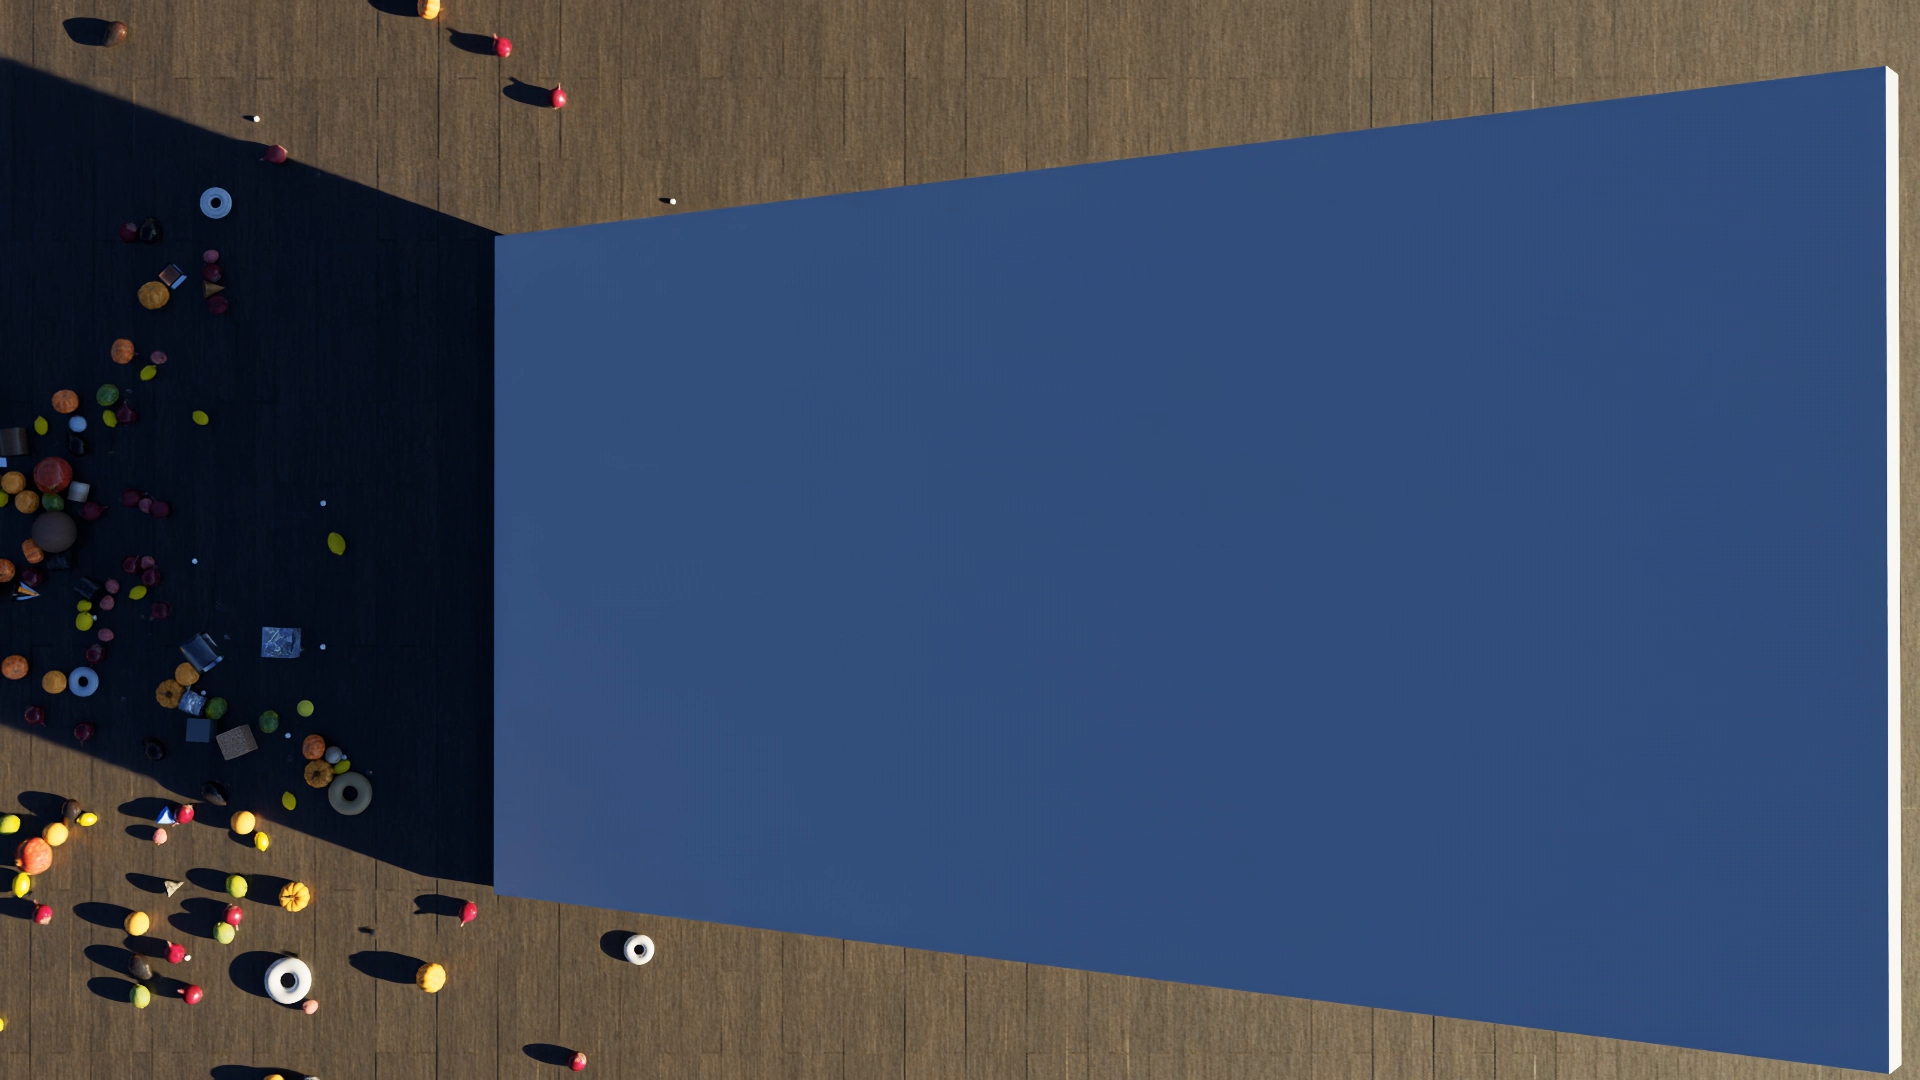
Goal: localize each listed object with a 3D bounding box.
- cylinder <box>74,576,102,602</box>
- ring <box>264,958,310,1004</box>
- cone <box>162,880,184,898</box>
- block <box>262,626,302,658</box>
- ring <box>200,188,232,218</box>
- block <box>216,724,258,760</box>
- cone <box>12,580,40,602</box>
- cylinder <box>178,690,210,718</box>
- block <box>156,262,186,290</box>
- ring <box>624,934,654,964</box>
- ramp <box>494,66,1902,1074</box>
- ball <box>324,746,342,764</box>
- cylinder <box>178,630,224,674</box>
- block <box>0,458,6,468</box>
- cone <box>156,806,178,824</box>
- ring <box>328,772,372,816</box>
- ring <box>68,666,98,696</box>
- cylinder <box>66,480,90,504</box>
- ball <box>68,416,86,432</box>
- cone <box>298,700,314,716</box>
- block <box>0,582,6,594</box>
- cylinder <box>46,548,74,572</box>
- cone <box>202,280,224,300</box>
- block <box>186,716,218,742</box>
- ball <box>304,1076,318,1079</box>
[{"bbox_3d":[-2.670,0.149,6.737,0.059,0.059,0.059,35,90,0],"label":"cylinder"},{"bbox_3d":[-2.059,1.348,6.734,0.142,0.047,0.142,0,89,-1],"label":"ring"},{"bbox_3d":[-2.408,1.060,6.747,0.056,0.056,0.056,-18,90,-27],"label":"cone"},{"bbox_3d":[-2.074,0.312,6.720,0.090,0.090,0.090,3,90,0],"label":"block"},{"bbox_3d":[-2.287,-1.036,6.760,0.096,0.032,0.096,0,89,-1],"label":"ring"},{"bbox_3d":[-2.210,0.618,6.723,0.080,0.080,0.080,-23,90,0],"label":"block"},{"bbox_3d":[-2.862,0.163,6.749,0.077,0.077,0.077,11,90,-26],"label":"cone"},{"bbox_3d":[-2.344,0.501,6.731,0.066,0.066,0.066,23,90,0],"label":"cylinder"},{"bbox_3d":[-2.420,-0.811,6.746,0.056,0.056,0.056,-45,90,0],"label":"block"},{"bbox_3d":[-0.985,1.255,6.743,0.093,0.031,0.093,0,90,-1],"label":"ring"},{"bbox_3d":[0.241,0.067,5.565,4.000,0.100,2.000,0,89,36],"label":"ramp"},{"bbox_3d":[-1.920,0.658,6.735,0.054,0.054,0.054,0,90,0],"label":"ball"},{"bbox_3d":[-2.316,0.344,6.717,0.095,0.095,0.095,-39,90,0],"label":"cylinder"},{"bbox_3d":[-2.969,-0.255,6.737,0.065,0.065,0.065,-4,90,0],"label":"block"},{"bbox_3d":[-2.423,0.857,6.747,0.060,0.060,0.060,37,90,-26],"label":"cone"},{"bbox_3d":[-1.869,0.776,6.739,0.135,0.045,0.135,0,90,-1],"label":"ring"},{"bbox_3d":[-2.690,0.434,6.749,0.093,0.031,0.093,0,91,1],"label":"ring"},{"bbox_3d":[-2.702,-0.149,6.740,0.057,0.057,0.057,21,104,0],"label":"cylinder"},{"bbox_3d":[-2.707,-0.356,6.744,0.052,0.052,0.052,0,90,0],"label":"ball"},{"bbox_3d":[-2.014,0.518,6.738,0.051,0.051,0.051,0,90,0],"label":"cone"},{"bbox_3d":[-2.991,0.146,6.727,0.079,0.079,0.079,-42,90,0],"label":"block"},{"bbox_3d":[-2.758,0.062,6.738,0.057,0.057,0.057,-14,90,0],"label":"cylinder"},{"bbox_3d":[-2.291,-0.773,6.759,0.062,0.062,0.062,-8,90,-27],"label":"cone"},{"bbox_3d":[-2.319,0.580,6.728,0.070,0.070,0.070,4,90,0],"label":"block"},{"bbox_3d":[-1.985,1.672,6.722,0.066,0.066,0.066,0,90,0],"label":"ball"}]
